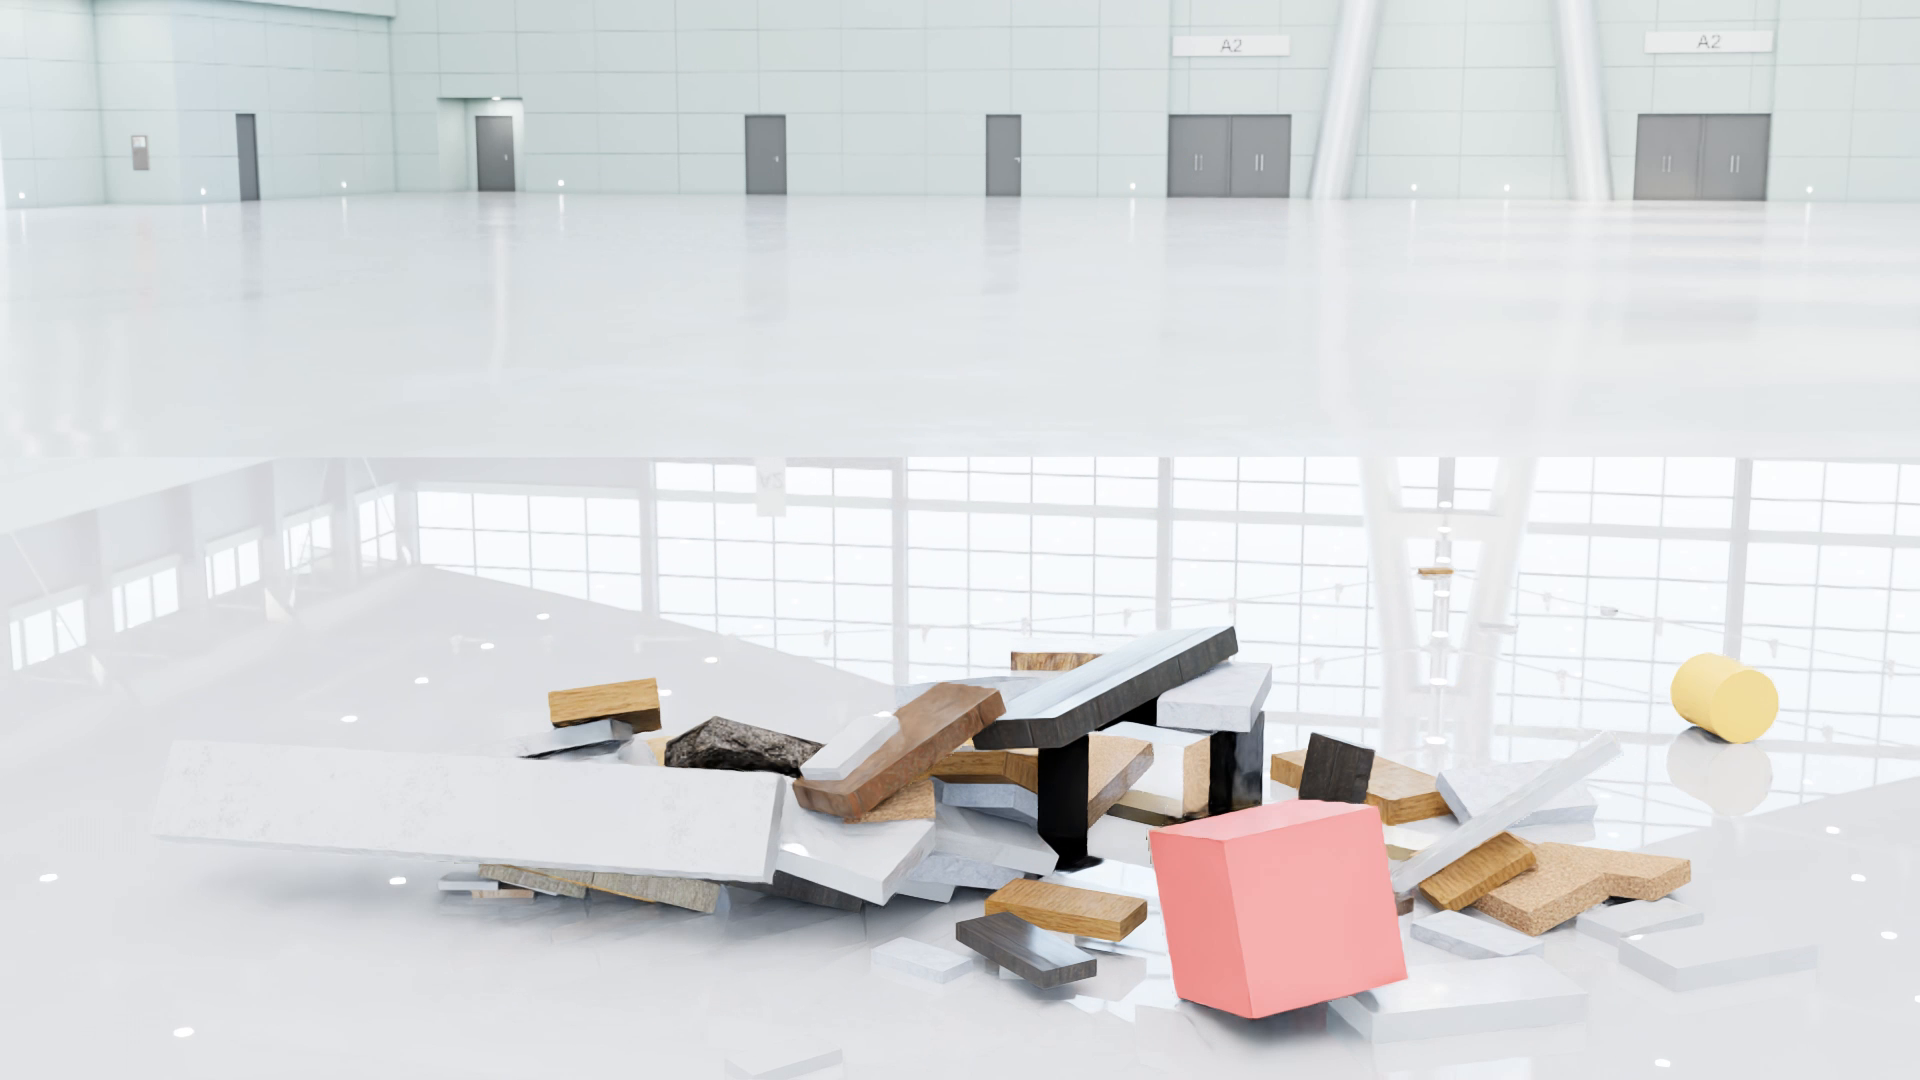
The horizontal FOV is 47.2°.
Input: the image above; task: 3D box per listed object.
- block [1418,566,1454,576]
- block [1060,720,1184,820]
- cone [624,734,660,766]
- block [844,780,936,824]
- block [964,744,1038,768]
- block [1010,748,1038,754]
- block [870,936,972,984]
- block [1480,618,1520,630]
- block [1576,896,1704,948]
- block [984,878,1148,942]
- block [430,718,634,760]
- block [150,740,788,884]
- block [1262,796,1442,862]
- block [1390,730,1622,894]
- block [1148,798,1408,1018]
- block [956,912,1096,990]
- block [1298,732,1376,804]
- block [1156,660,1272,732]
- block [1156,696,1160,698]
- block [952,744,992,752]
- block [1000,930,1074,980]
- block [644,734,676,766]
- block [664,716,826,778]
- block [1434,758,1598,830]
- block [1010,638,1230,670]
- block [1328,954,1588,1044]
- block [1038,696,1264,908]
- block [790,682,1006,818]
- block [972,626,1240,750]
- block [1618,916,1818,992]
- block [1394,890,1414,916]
[{"bbox_3d":[1.369,0.089,6.330,0.092,0.013,0.046,-1,11,-6],"label":"block"},{"bbox_3d":[0.283,0.437,4.218,0.175,0.049,0.349,3,19,27],"label":"block"},{"bbox_3d":[-0.694,0.468,4.051,0.223,0.223,0.223,-7,-14,-33],"label":"cone"},{"bbox_3d":[-0.112,0.412,3.460,0.143,0.020,0.072,-4,30,-1],"label":"block"},{"bbox_3d":[0.100,0.406,3.975,0.155,0.044,0.310,5,-6,40],"label":"block"},{"bbox_3d":[0.027,0.447,4.374,0.371,0.024,0.086,-7,13,-34],"label":"block"},{"bbox_3d":[-0.058,0.639,3.347,0.143,0.020,0.072,9,14,39],"label":"block"},{"bbox_3d":[1.384,0.217,5.642,0.092,0.013,0.046,6,12,28],"label":"block"},{"bbox_3d":[1.084,0.607,3.503,0.185,0.026,0.093,-6,12,-30],"label":"block"},{"bbox_3d":[0.167,0.580,3.456,0.229,0.032,0.114,5,12,26],"label":"block"},{"bbox_3d":[-0.863,0.376,3.668,0.626,0.034,0.119,-11,-10,7],"label":"block"},{"bbox_3d":[-0.799,0.428,3.511,1.070,0.161,0.046,1,-20,16],"label":"block"},{"bbox_3d":[0.543,0.501,4.076,0.767,0.026,0.093,9,14,39],"label":"block"},{"bbox_3d":[0.891,0.449,3.607,0.434,0.024,0.086,-36,-3,14],"label":"block"},{"bbox_3d":[0.451,0.520,3.150,0.245,0.245,0.245,-9,-1,-20],"label":"block"},{"bbox_3d":[0.097,0.613,3.295,0.096,0.027,0.236,-7,12,-32],"label":"block"},{"bbox_3d":[0.621,0.457,3.704,0.035,0.245,0.122,10,3,-34],"label":"block"},{"bbox_3d":[0.441,0.264,3.778,0.154,0.044,0.309,3,11,14],"label":"block"},{"bbox_3d":[0.449,0.322,5.052,0.080,0.023,0.235,0,11,1],"label":"block"},{"bbox_3d":[-0.006,0.367,3.749,0.160,0.023,0.080,14,-17,-18],"label":"block"},{"bbox_3d":[0.119,0.622,3.407,0.114,0.032,0.229,0,11,1],"label":"block"},{"bbox_3d":[-0.534,0.435,4.190,0.173,0.049,0.347,-7,9,-36],"label":"block"},{"bbox_3d":[-0.295,0.376,3.642,0.346,0.049,0.173,18,-28,-29],"label":"block"},{"bbox_3d":[1.028,0.471,4.064,0.265,0.037,0.132,-3,35,-19],"label":"block"},{"bbox_3d":[0.378,0.274,5.251,0.514,0.044,0.155,0,11,2],"label":"block"},{"bbox_3d":[0.716,0.660,3.171,0.330,0.044,0.154,-3,11,-14],"label":"block"},{"bbox_3d":[0.325,0.434,3.743,0.279,0.279,0.279,7,13,35],"label":"block"},{"bbox_3d":[-0.095,0.330,3.497,0.335,0.042,0.148,-32,22,-34],"label":"block"},{"bbox_3d":[0.254,0.246,3.727,0.175,0.049,0.563,-6,9,39],"label":"block"},{"bbox_3d":[1.155,0.630,3.352,0.265,0.037,0.132,-4,11,-22],"label":"block"},{"bbox_3d":[0.646,0.598,3.559,0.173,0.024,0.086,-9,14,-41],"label":"block"}]
